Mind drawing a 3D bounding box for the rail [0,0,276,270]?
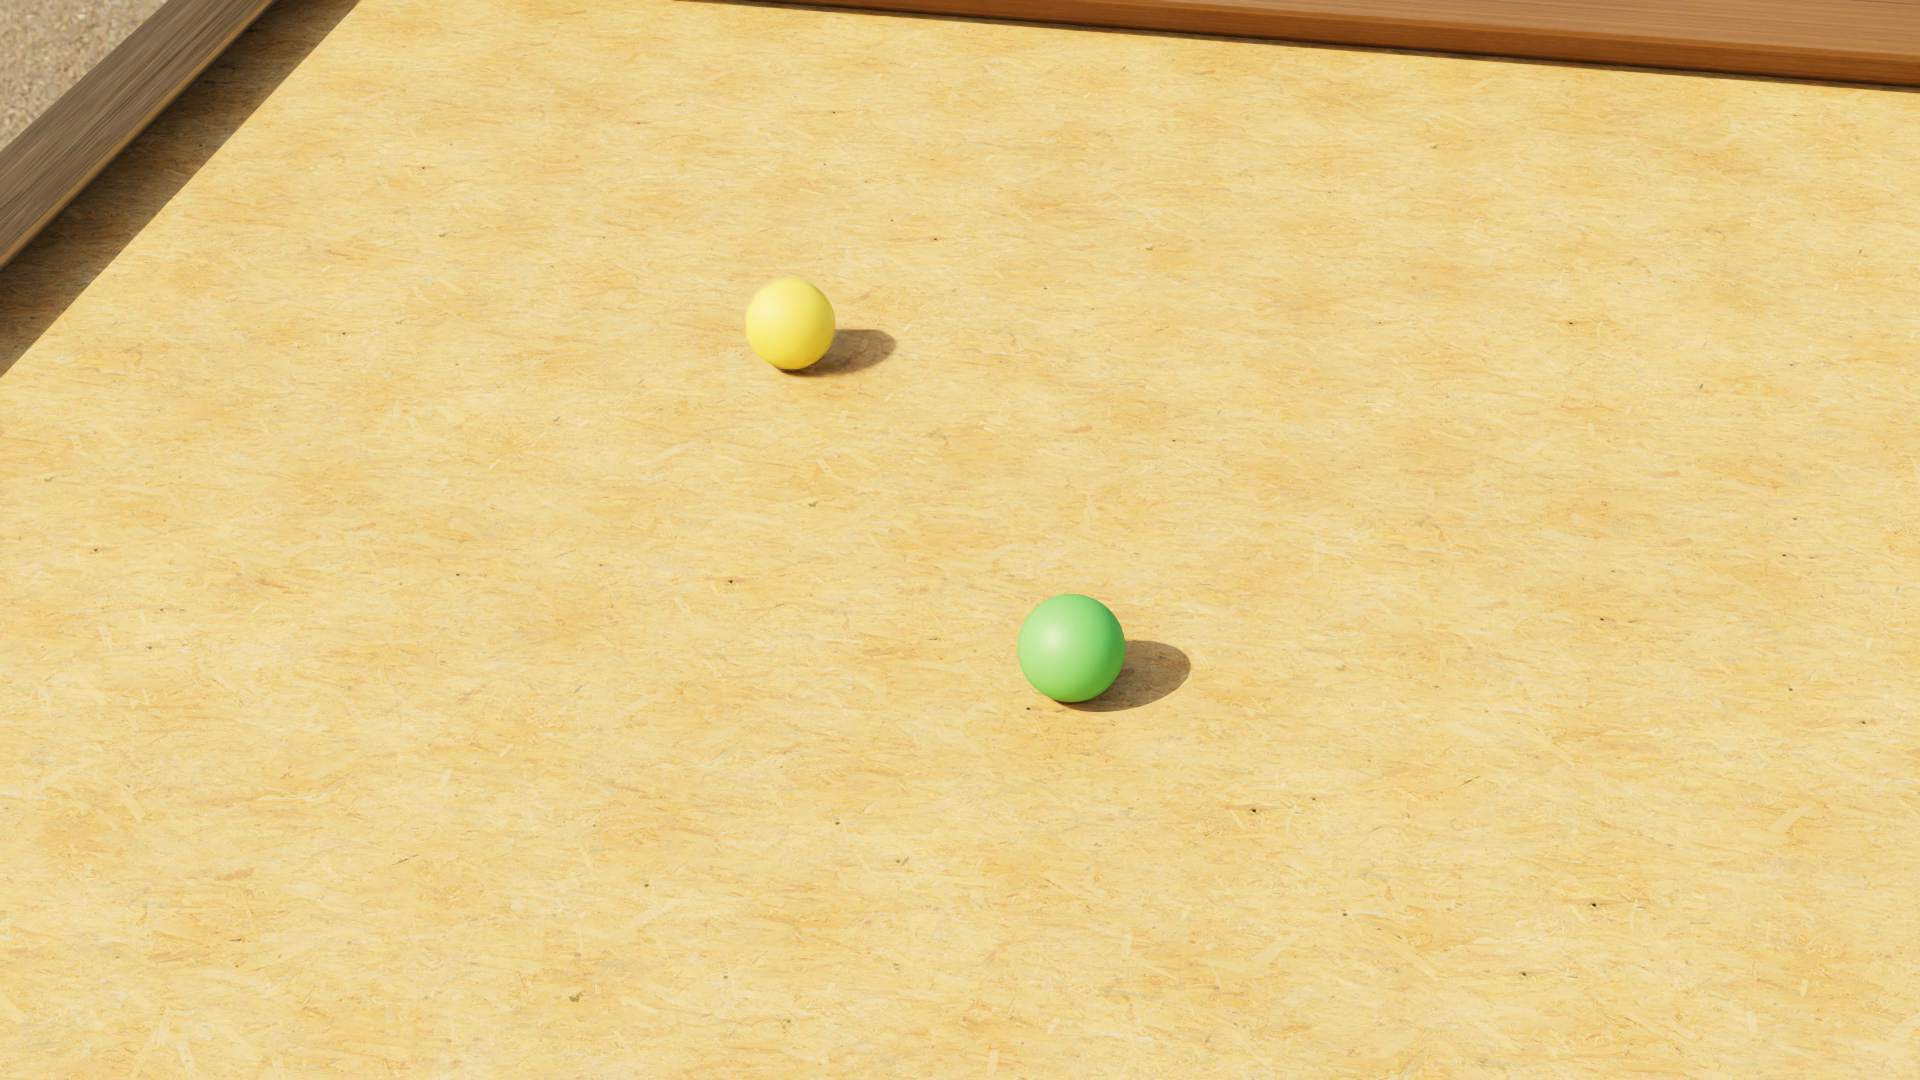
[{"bbox_3d":[-0.887,-0.107,2.007,0.045,0.097,2.038,6,35,9],"label":"rail"}]

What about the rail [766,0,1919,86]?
[{"bbox_3d":[1.092,-0.474,2.538,3.704,0.097,0.045,6,35,9],"label":"rail"}]

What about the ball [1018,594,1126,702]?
[{"bbox_3d":[0.077,0.074,1.766,0.075,0.075,0.075,0,35,0],"label":"ball"}]

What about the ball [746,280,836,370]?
[{"bbox_3d":[-0.140,-0.179,2.133,0.075,0.075,0.075,0,35,0],"label":"ball"}]
